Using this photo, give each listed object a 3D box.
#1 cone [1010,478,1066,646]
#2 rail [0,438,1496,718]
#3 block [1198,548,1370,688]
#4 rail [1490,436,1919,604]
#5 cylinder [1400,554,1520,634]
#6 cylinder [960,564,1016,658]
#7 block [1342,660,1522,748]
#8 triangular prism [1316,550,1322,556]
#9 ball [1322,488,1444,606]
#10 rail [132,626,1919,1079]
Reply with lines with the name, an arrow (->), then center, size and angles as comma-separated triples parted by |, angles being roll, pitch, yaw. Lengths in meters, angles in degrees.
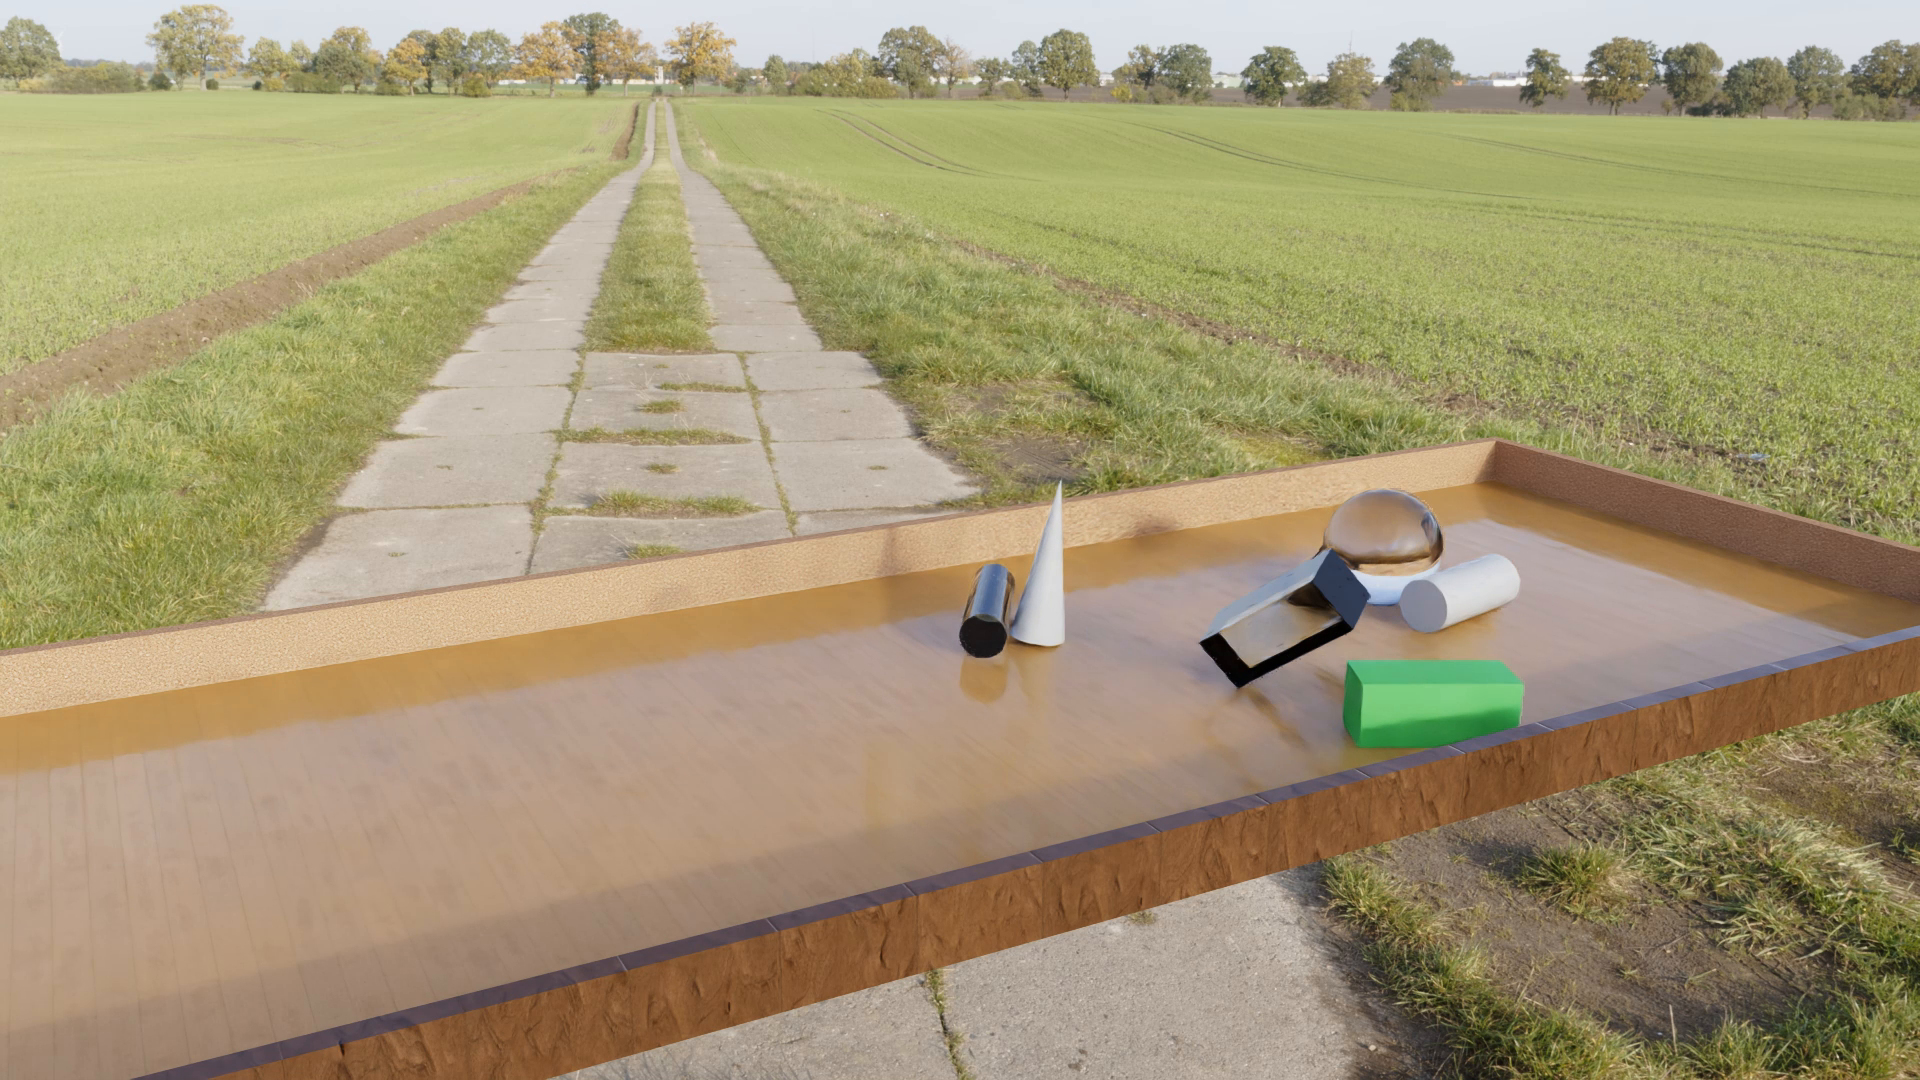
cone -> 0.237, 0.047, 4.383 | 0.150, 0.440, 0.150 | 7, 14, -2
rail -> -3.305, 0.497, 3.399 | 12.000, 0.150, 0.050 | -9, 18, -27
block -> 0.789, 0.194, 4.020 | 0.375, 0.152, 0.152 | -35, 8, 42
rail -> 2.466, -0.048, 5.253 | 0.050, 0.150, 2.100 | -9, 18, -27
cylinder -> 1.391, 0.147, 4.586 | 0.355, 0.150, 0.150 | -14, 21, -39
cylinder -> 0.078, 0.188, 4.497 | 0.123, 0.123, 0.440 | 1, 16, 5
block -> 1.085, 0.376, 3.803 | 0.361, 0.153, 0.153 | 0, 16, -1
triangular prism -> 1.094, 0.064, 4.942 | 0.120, 0.104, 0.324 | 6, 18, 20
ball -> 1.201, 0.021, 4.690 | 0.334, 0.334, 0.334 | 0, 16, 0
rail -> -2.336, 1.006, 1.665 | 12.000, 0.150, 0.050 | -9, 18, -27
